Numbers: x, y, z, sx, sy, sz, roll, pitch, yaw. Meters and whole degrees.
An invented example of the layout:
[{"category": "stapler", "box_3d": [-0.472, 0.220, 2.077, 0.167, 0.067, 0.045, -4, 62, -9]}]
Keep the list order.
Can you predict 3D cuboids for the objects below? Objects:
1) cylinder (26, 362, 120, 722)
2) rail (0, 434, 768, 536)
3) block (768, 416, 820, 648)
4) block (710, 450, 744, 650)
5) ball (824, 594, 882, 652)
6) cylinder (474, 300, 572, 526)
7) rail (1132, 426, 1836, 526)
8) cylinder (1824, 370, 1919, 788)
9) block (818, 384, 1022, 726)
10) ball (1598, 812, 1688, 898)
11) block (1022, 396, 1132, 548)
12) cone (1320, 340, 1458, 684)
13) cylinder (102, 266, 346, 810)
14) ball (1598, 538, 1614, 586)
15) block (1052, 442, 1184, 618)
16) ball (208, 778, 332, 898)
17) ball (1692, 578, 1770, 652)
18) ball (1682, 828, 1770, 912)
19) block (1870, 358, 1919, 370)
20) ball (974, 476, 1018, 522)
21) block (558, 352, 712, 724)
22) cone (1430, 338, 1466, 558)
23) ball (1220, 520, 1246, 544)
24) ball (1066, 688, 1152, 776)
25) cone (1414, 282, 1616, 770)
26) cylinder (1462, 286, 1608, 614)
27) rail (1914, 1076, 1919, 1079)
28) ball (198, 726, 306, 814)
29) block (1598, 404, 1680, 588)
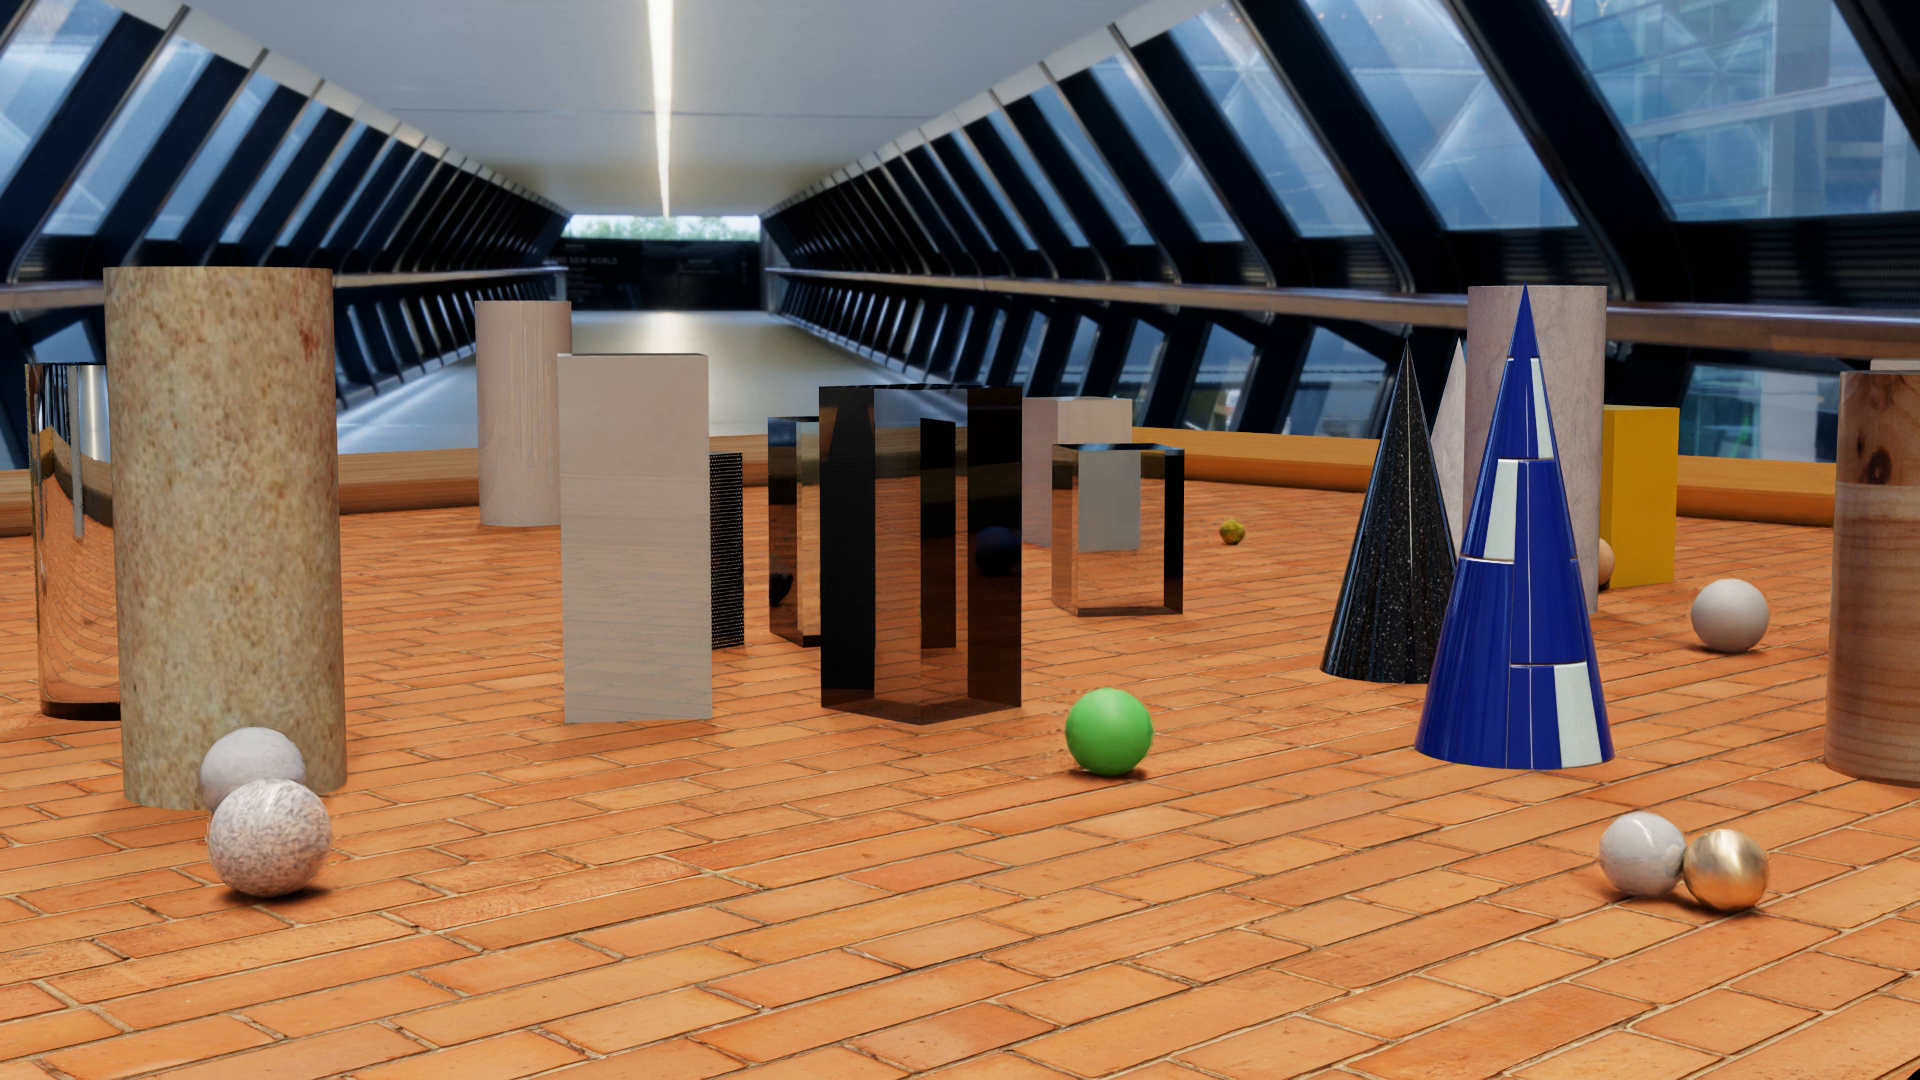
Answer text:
[{"category": "cylinder", "box_3d": [-0.935, -0.005, 2.474, 0.200, 0.387, 0.200, 0, 6, 0]}, {"category": "rail", "box_3d": [-1.367, -0.120, 4.805, 4.327, 0.130, 0.045, -5, 8, -42]}, {"category": "block", "box_3d": [-0.162, -0.016, 3.005, 0.160, 0.299, 0.160, -2, 6, -21]}, {"category": "block", "box_3d": [-0.401, 0.014, 2.919, 0.160, 0.258, 0.160, 5, 8, 39]}, {"category": "ball", "box_3d": [-0.140, 0.108, 2.889, 0.076, 0.076, 0.076, 0, 6, 0]}, {"category": "cylinder", "box_3d": [-0.916, -0.270, 4.636, 0.200, 0.466, 0.200, 0, 6, 0]}, {"category": "rail", "box_3d": [1.573, -0.116, 4.775, 0.045, 0.130, 4.079, -5, 8, -42]}, {"category": "cylinder", "box_3d": [0.948, 0.032, 2.121, 0.200, 0.386, 0.200, 0, 6, 0]}, {"category": "block", "box_3d": [-0.044, 0.009, 2.462, 0.160, 0.361, 0.160, 6, 8, 44]}, {"category": "ball", "box_3d": [0.520, 0.240, 1.674, 0.065, 0.065, 0.065, 0, 6, 0]}, {"category": "block", "box_3d": [0.219, -0.132, 4.213, 0.160, 0.278, 0.160, -3, 7, -26]}, {"category": "cone", "box_3d": [0.548, -0.043, 2.714, 0.200, 0.412, 0.200, 0, 6, 0]}, {"category": "cylinder", "box_3d": [-0.679, -0.009, 2.042, 0.200, 0.483, 0.200, 0, 6, 0]}, {"category": "ball", "box_3d": [1.001, 0.035, 3.522, 0.091, 0.091, 0.091, 0, 6, 0]}, {"category": "block", "box_3d": [0.234, -0.018, 3.288, 0.160, 0.244, 0.160, -1, 6, -11]}, {"category": "ball", "box_3d": [-0.526, 0.227, 1.677, 0.090, 0.090, 0.090, 0, 6, 0]}, {"category": "ball", "box_3d": [1.008, 0.099, 2.876, 0.097, 0.097, 0.097, 0, 6, 0]}, {"category": "ball", "box_3d": [0.569, 0.246, 1.633, 0.062, 0.062, 0.062, 0, 6, 0]}, {"category": "block", "box_3d": [1.186, -0.025, 2.671, 0.160, 0.386, 0.160, 3, 6, 24]}, {"category": "ball", "box_3d": [0.078, -0.087, 4.648, 0.100, 0.100, 0.100, 0, 6, 0]}, {"category": "block", "box_3d": [-0.364, -0.008, 2.455, 0.160, 0.397, 0.160, -1, 6, -10]}, {"category": "cone", "box_3d": [0.904, -0.170, 4.005, 0.200, 0.398, 0.200, 0, 6, 0]}, {"category": "ball", "box_3d": [0.520, -0.015, 4.200, 0.048, 0.048, 0.048, 0, 6, 0]}, {"category": "ball", "box_3d": [0.143, 0.184, 2.115, 0.084, 0.084, 0.084, 0, 6, 0]}, {"category": "cone", "box_3d": [0.564, -0.023, 2.216, 0.200, 0.476, 0.200, 0, 6, 0]}, {"category": "cylinder", "box_3d": [0.855, -0.136, 3.282, 0.200, 0.481, 0.200, 0, 6, 0]}, {"category": "rail", "box_3d": [1.367, 0.187, 1.858, 4.327, 0.130, 0.045, -5, 8, -42]}, {"category": "ball", "box_3d": [-0.609, 0.205, 1.894, 0.088, 0.088, 0.088, 0, 6, 0]}, {"category": "block", "box_3d": [1.067, -0.076, 3.636, 0.160, 0.287, 0.160, -4, 7, -34]}]
